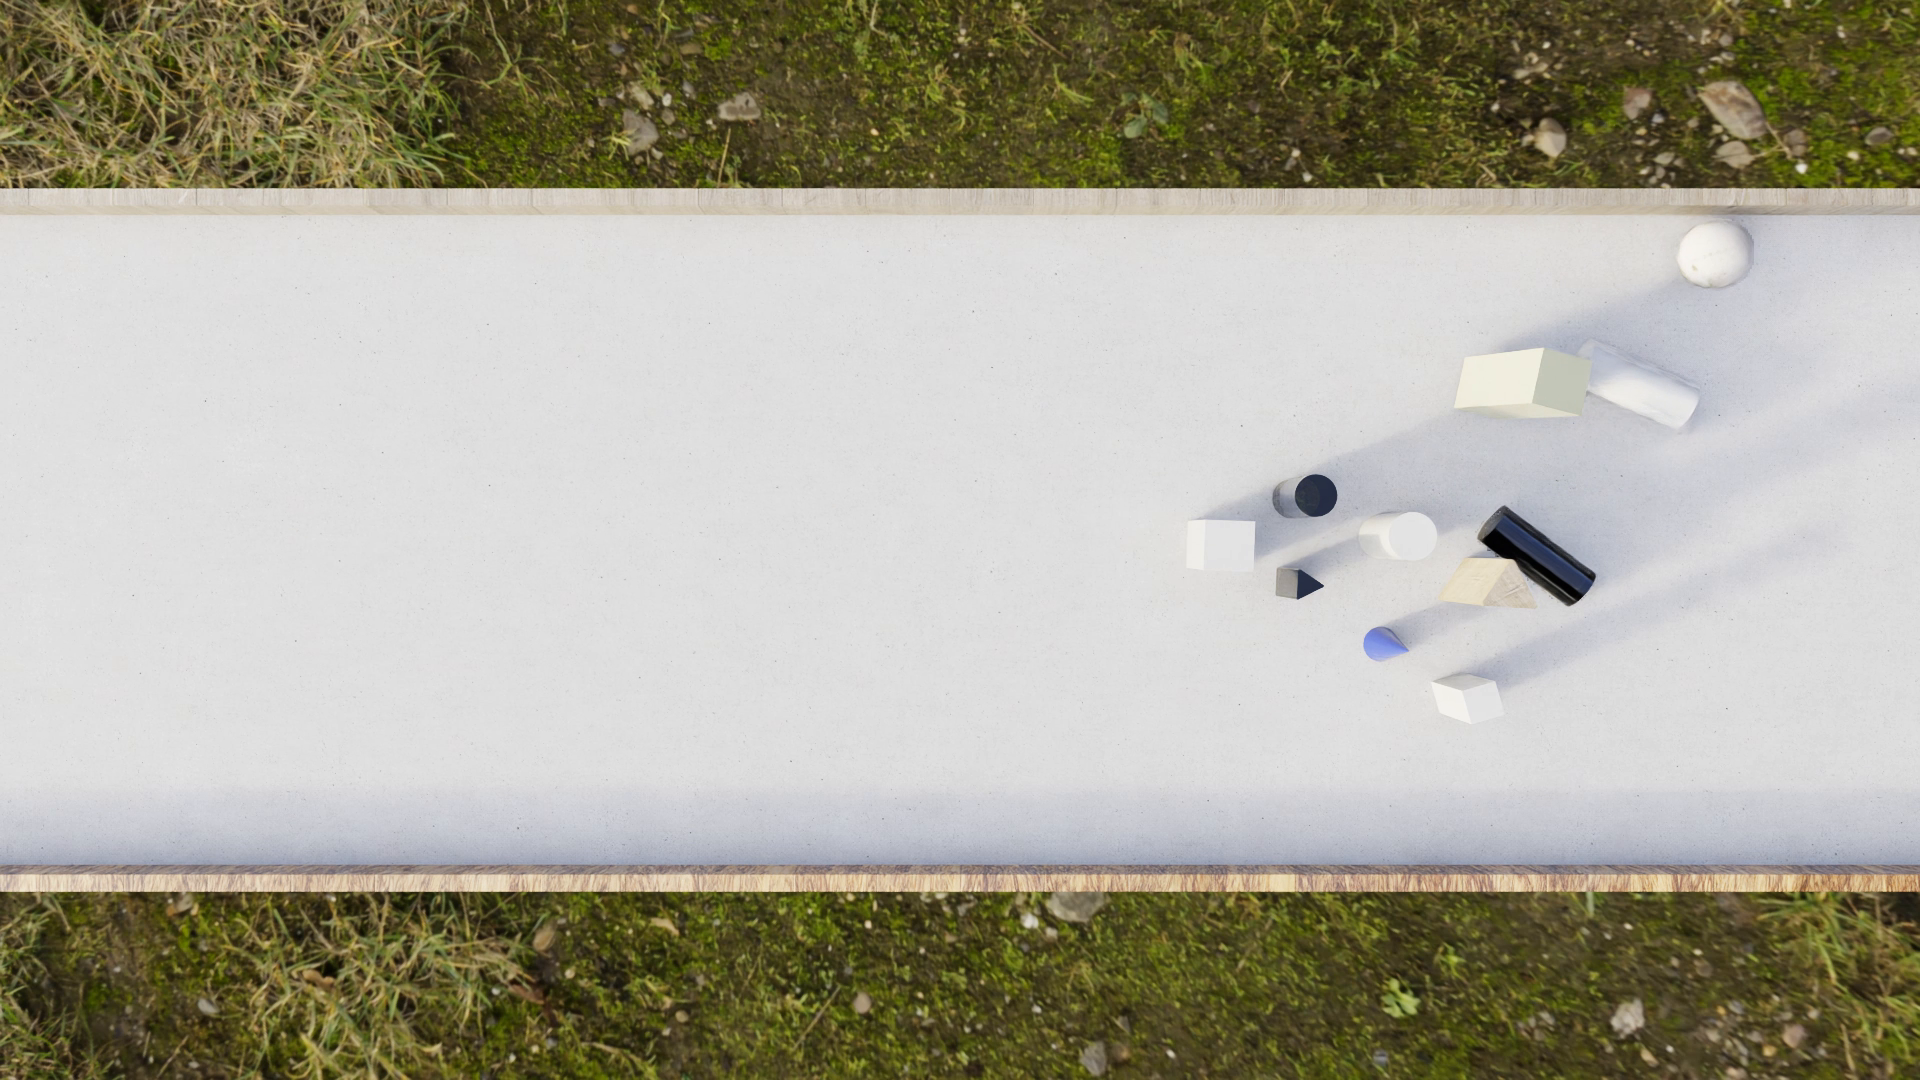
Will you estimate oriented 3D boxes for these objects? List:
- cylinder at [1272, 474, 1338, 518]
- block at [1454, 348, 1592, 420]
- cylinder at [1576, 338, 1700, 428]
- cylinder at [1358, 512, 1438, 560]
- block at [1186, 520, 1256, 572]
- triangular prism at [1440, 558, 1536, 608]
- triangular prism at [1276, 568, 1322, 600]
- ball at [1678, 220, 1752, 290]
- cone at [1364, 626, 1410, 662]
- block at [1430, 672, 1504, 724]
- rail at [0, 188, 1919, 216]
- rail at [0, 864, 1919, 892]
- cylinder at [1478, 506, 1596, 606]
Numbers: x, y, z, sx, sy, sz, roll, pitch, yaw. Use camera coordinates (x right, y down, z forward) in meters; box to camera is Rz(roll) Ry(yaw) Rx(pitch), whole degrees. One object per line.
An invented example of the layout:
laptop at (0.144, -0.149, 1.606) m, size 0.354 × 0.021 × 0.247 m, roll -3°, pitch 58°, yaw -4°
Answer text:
cylinder at (1.022, -0.128, 4.905) m, size 0.123 × 0.342 × 0.123 m, roll 0°, pitch 90°, yaw 0°
block at (1.648, -0.454, 4.848) m, size 0.158 × 0.433 × 0.158 m, roll 12°, pitch 90°, yaw -12°
cylinder at (2.043, -0.474, 5.003) m, size 0.346 × 0.146 × 0.146 m, roll 24°, pitch 90°, yaw 0°
cylinder at (1.297, -0.011, 4.900) m, size 0.140 × 0.353 × 0.140 m, roll 0°, pitch 90°, yaw 0°
block at (0.771, 0.016, 4.899) m, size 0.144 × 0.354 × 0.144 m, roll 2°, pitch 90°, yaw 0°
triangular prism at (1.554, 0.120, 4.861) m, size 0.153 × 0.430 × 0.133 m, roll 4°, pitch 90°, yaw 0°
triangular prism at (0.994, 0.118, 4.915) m, size 0.087 × 0.324 × 0.075 m, roll -27°, pitch 90°, yaw 0°
ball at (2.277, -0.861, 4.974) m, size 0.206 × 0.206 × 0.206 m, roll 0°, pitch 90°, yaw 0°
cone at (1.295, 0.320, 4.912) m, size 0.108 × 0.329 × 0.108 m, roll 0°, pitch 90°, yaw 0°
block at (1.511, 0.470, 4.918) m, size 0.100 × 0.316 × 0.100 m, roll -16°, pitch 90°, yaw 0°
rail at (-2.247, -1.025, 5.002) m, size 12.000 × 0.150 × 0.050 m, roll 0°, pitch 90°, yaw 0°
rail at (-2.247, 1.025, 5.001) m, size 12.000 × 0.150 × 0.050 m, roll 0°, pitch 90°, yaw 0°
cylinder at (1.750, 0.049, 5.011) m, size 0.337 × 0.131 × 0.131 m, roll 37°, pitch 90°, yaw 0°
